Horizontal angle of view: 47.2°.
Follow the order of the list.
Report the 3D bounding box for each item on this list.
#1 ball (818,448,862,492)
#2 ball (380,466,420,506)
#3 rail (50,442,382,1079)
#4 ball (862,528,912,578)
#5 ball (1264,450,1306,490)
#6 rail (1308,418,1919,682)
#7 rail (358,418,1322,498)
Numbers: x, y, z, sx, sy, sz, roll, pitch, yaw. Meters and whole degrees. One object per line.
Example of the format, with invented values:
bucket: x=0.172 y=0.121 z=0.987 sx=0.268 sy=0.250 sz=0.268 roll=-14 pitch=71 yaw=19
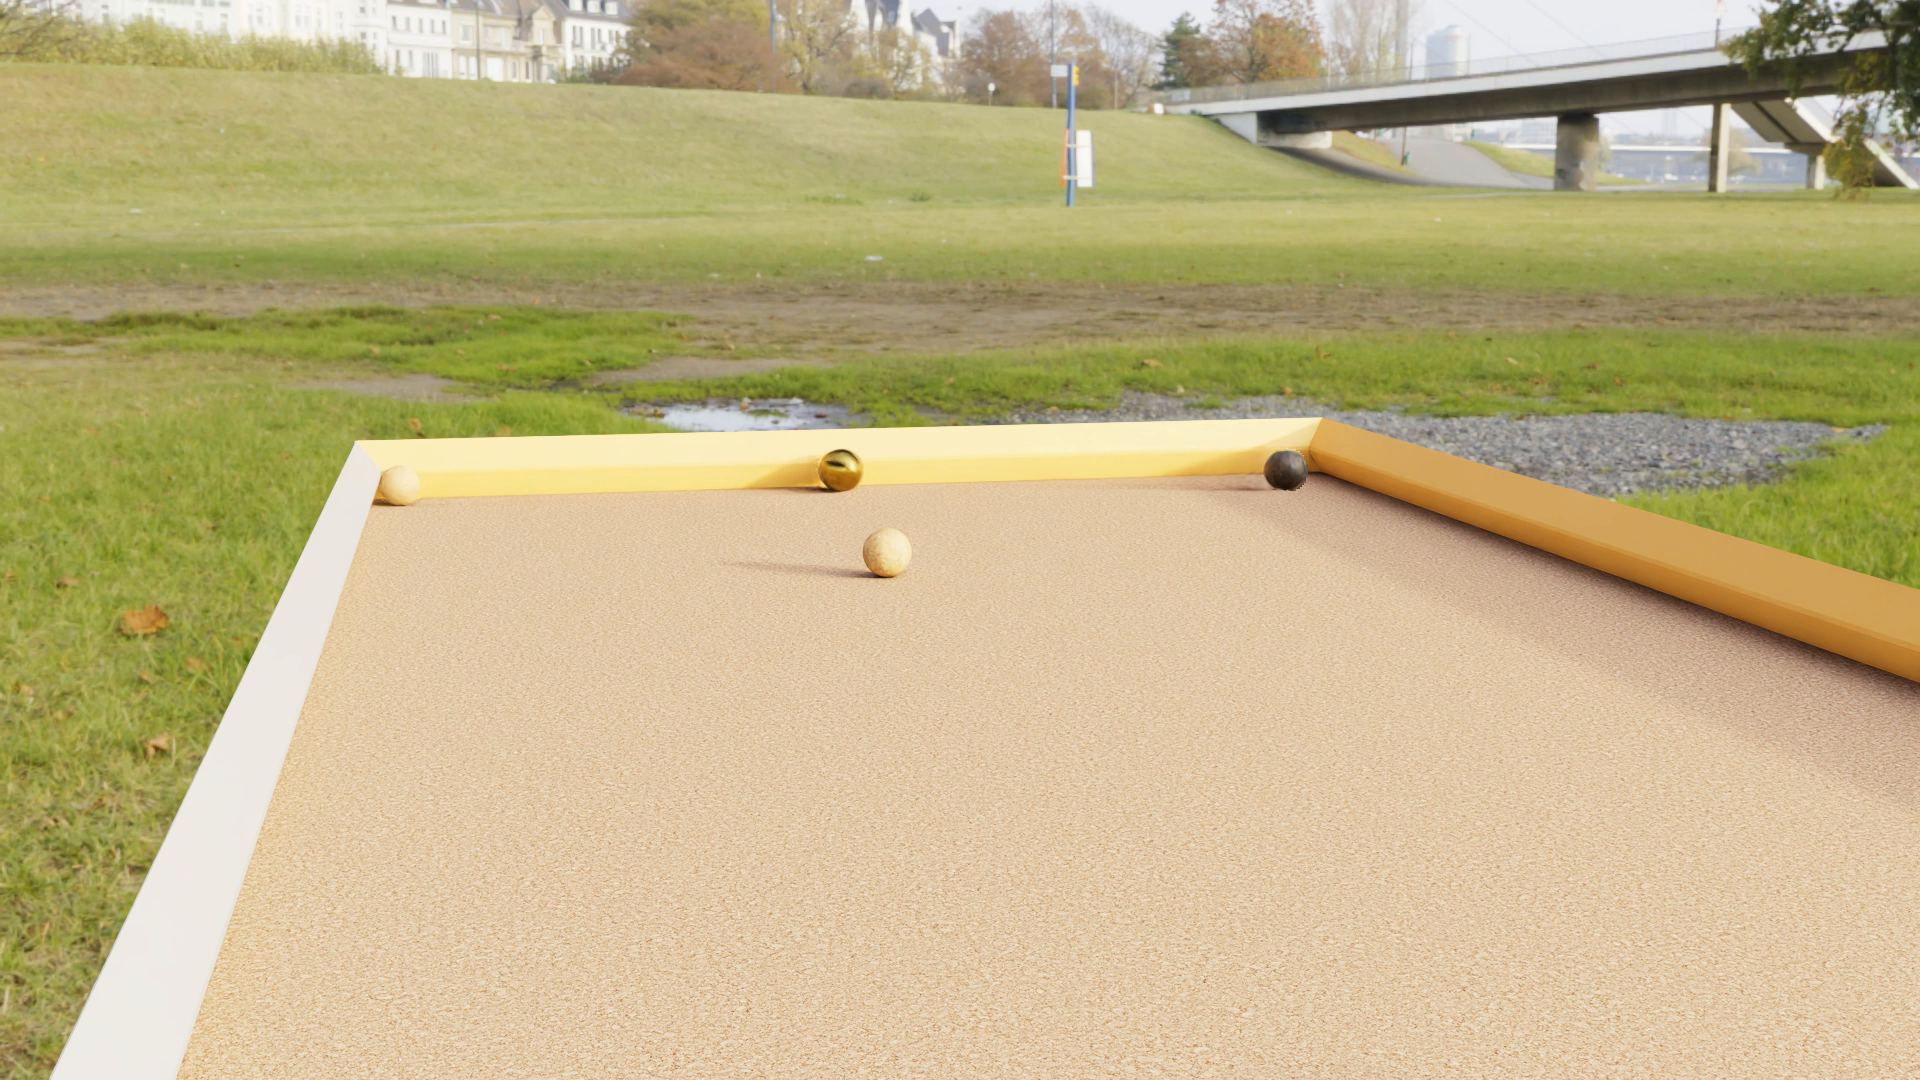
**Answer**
ball: x=-0.221 y=-0.129 z=4.063 sx=0.081 sy=0.081 sz=0.081 roll=0 pitch=9 yaw=0
ball: x=-0.993 y=-0.097 z=3.898 sx=0.071 sy=0.071 sz=0.071 roll=0 pitch=9 yaw=0
rail: x=-0.693 y=0.158 z=2.251 sx=0.045 sy=0.105 sz=3.562 roll=-2 pitch=10 yaw=-12
ball: x=-0.106 y=0.018 z=3.201 sx=0.072 sy=0.072 sz=0.072 roll=0 pitch=9 yaw=0
ball: x=0.603 y=-0.130 z=4.083 sx=0.076 sy=0.076 sz=0.076 roll=0 pitch=9 yaw=0
rail: x=1.065 y=0.097 z=2.621 sx=0.045 sy=0.105 sz=3.562 roll=-2 pitch=10 yaw=-12
rail: x=-0.181 y=-0.154 z=4.131 sx=1.845 sy=0.105 sz=0.045 roll=-2 pitch=10 yaw=-12
